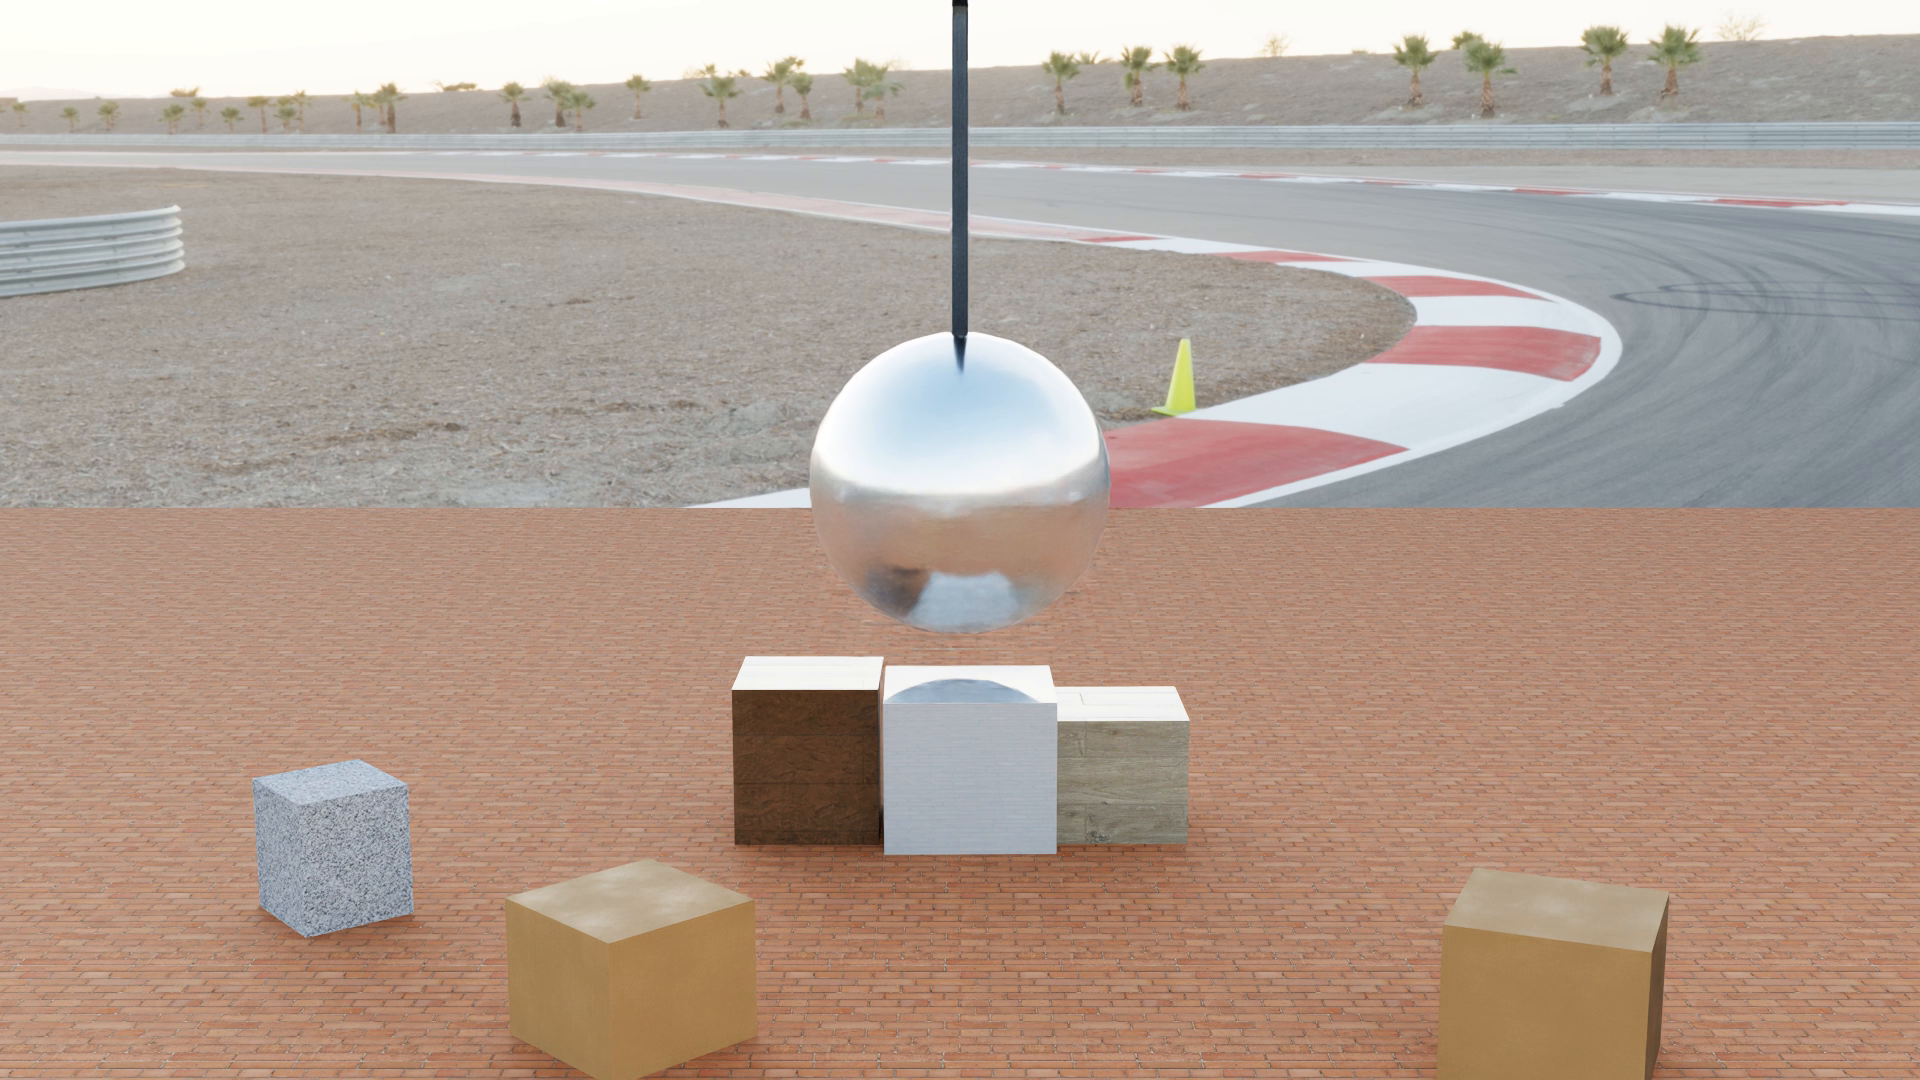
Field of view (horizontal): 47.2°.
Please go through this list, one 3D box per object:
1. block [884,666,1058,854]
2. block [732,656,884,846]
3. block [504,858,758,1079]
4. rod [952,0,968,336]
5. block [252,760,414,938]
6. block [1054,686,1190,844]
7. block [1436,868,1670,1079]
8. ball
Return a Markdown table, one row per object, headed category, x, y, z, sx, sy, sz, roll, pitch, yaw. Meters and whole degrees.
| category | x | y | z | sx | sy | sz | roll | pitch | yaw |
| --- | --- | --- | --- | --- | --- | --- | --- | --- | --- |
| block | 0.046 | 1.114 | 11.268 | 0.857 | 0.776 | 0.774 | 0 | 10 | -1 |
| block | -0.771 | 1.079 | 11.371 | 0.728 | 0.808 | 0.702 | 0 | 10 | 0 |
| block | -1.298 | 1.688 | 8.692 | 0.694 | 0.568 | 0.701 | -10 | 14 | -43 |
| rod | 0.000 | -3.581 | 10.747 | 0.080 | 5.200 | 0.080 | 0 | 15 | 0 |
| block | -2.883 | 1.406 | 10.114 | 0.516 | 0.614 | 0.536 | -8 | 13 | -38 |
| block | 0.812 | 1.159 | 11.399 | 0.668 | 0.642 | 0.693 | 0 | 10 | -1 |
| block | 2.274 | 1.707 | 8.411 | 0.746 | 0.631 | 0.704 | 4 | 11 | 22 |
| ball | 0.000 | -0.298 | 11.628 | 1.600 | 1.600 | 1.600 | 0 | 10 | 0 |
